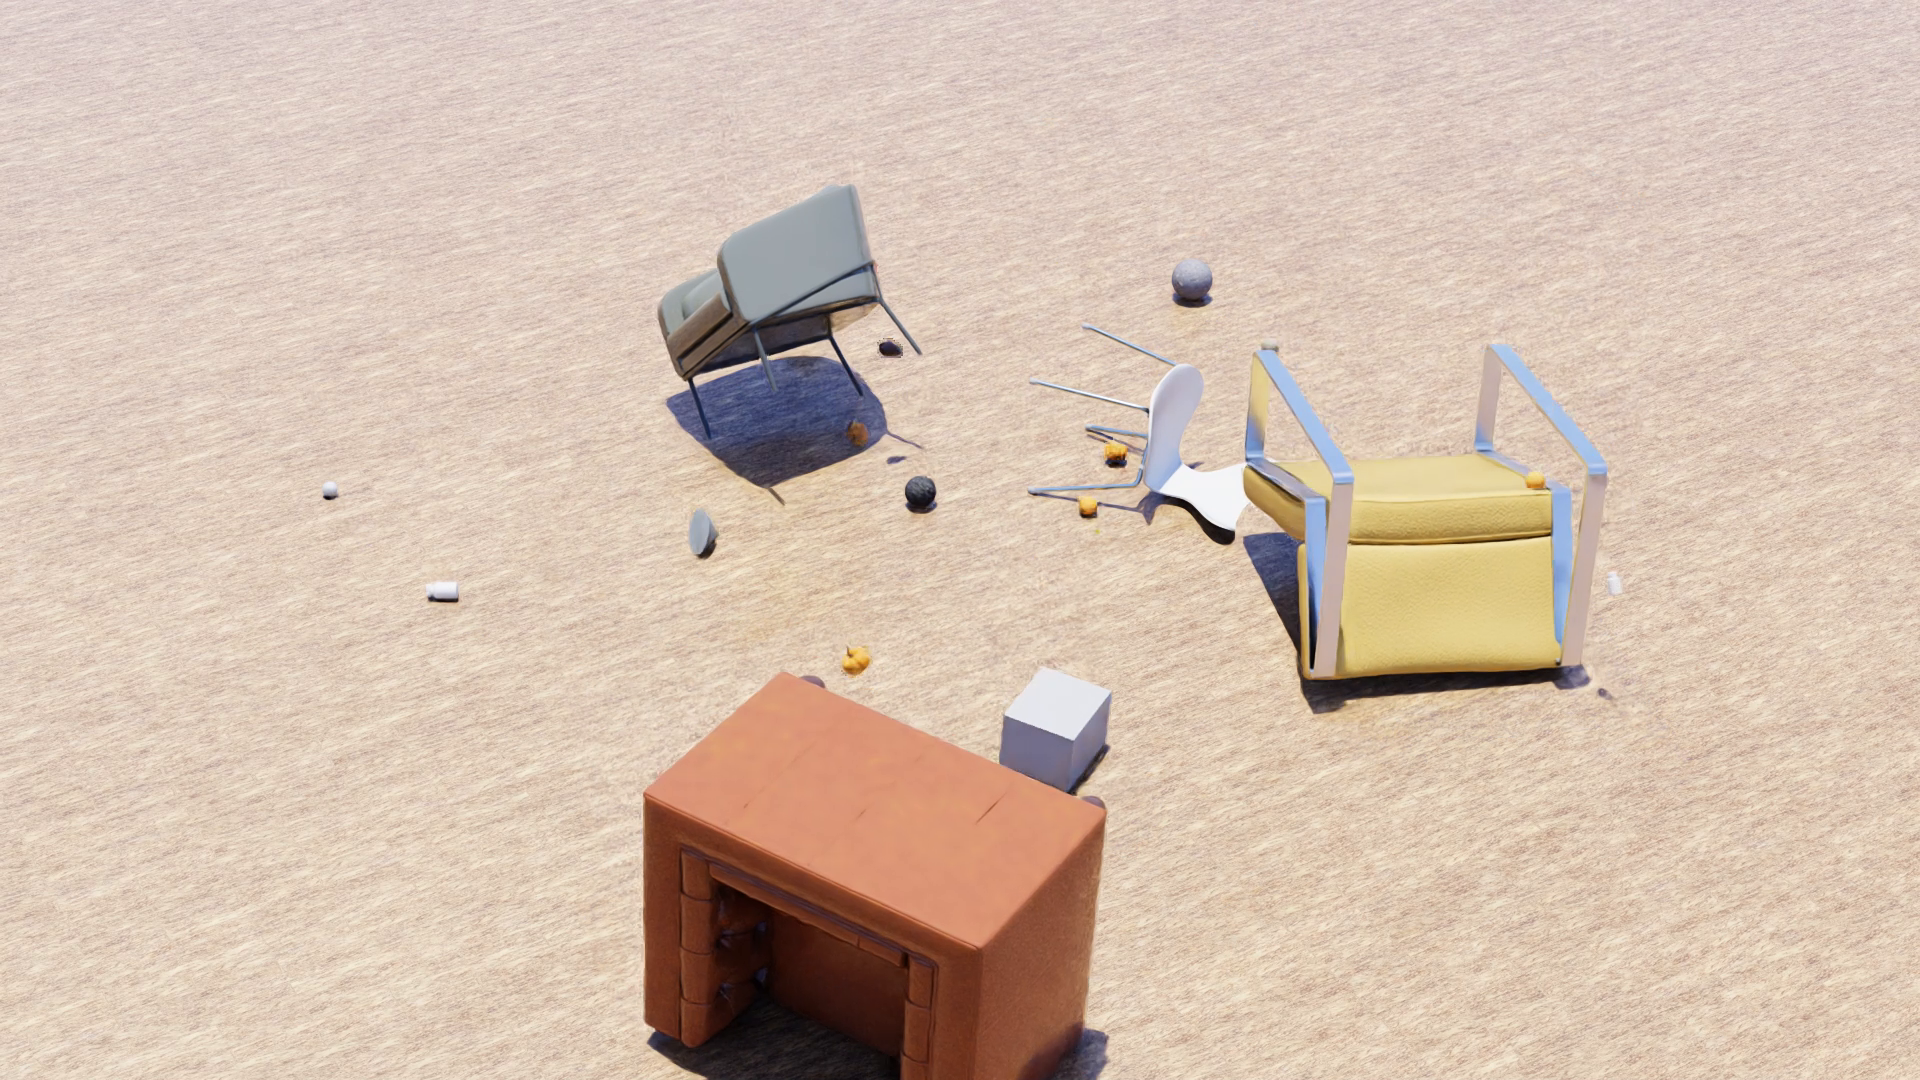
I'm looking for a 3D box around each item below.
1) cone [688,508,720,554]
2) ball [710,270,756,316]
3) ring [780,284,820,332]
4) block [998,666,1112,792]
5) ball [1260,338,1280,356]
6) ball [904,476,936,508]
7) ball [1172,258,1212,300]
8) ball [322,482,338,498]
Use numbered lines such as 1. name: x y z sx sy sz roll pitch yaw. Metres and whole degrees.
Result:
1. cone: -0.932 -0.025 10.889 0.090 0.143 0.179 12 65 -35
2. ball: -0.957 -1.045 12.355 0.193 0.193 0.193 0 33 0
3. ring: -0.669 -0.964 12.209 0.088 0.249 0.161 33 32 -8
4. block: 0.317 0.629 9.770 0.255 0.223 0.303 19 38 19
5. ball: 1.277 -0.795 12.079 0.080 0.080 0.080 0 33 0
6. ball: -0.150 -0.185 11.115 0.120 0.120 0.120 0 33 0
7. ball: 0.987 -1.109 12.467 0.176 0.176 0.176 0 33 0
8. ball: -2.403 -0.194 11.184 0.060 0.060 0.060 0 33 0
